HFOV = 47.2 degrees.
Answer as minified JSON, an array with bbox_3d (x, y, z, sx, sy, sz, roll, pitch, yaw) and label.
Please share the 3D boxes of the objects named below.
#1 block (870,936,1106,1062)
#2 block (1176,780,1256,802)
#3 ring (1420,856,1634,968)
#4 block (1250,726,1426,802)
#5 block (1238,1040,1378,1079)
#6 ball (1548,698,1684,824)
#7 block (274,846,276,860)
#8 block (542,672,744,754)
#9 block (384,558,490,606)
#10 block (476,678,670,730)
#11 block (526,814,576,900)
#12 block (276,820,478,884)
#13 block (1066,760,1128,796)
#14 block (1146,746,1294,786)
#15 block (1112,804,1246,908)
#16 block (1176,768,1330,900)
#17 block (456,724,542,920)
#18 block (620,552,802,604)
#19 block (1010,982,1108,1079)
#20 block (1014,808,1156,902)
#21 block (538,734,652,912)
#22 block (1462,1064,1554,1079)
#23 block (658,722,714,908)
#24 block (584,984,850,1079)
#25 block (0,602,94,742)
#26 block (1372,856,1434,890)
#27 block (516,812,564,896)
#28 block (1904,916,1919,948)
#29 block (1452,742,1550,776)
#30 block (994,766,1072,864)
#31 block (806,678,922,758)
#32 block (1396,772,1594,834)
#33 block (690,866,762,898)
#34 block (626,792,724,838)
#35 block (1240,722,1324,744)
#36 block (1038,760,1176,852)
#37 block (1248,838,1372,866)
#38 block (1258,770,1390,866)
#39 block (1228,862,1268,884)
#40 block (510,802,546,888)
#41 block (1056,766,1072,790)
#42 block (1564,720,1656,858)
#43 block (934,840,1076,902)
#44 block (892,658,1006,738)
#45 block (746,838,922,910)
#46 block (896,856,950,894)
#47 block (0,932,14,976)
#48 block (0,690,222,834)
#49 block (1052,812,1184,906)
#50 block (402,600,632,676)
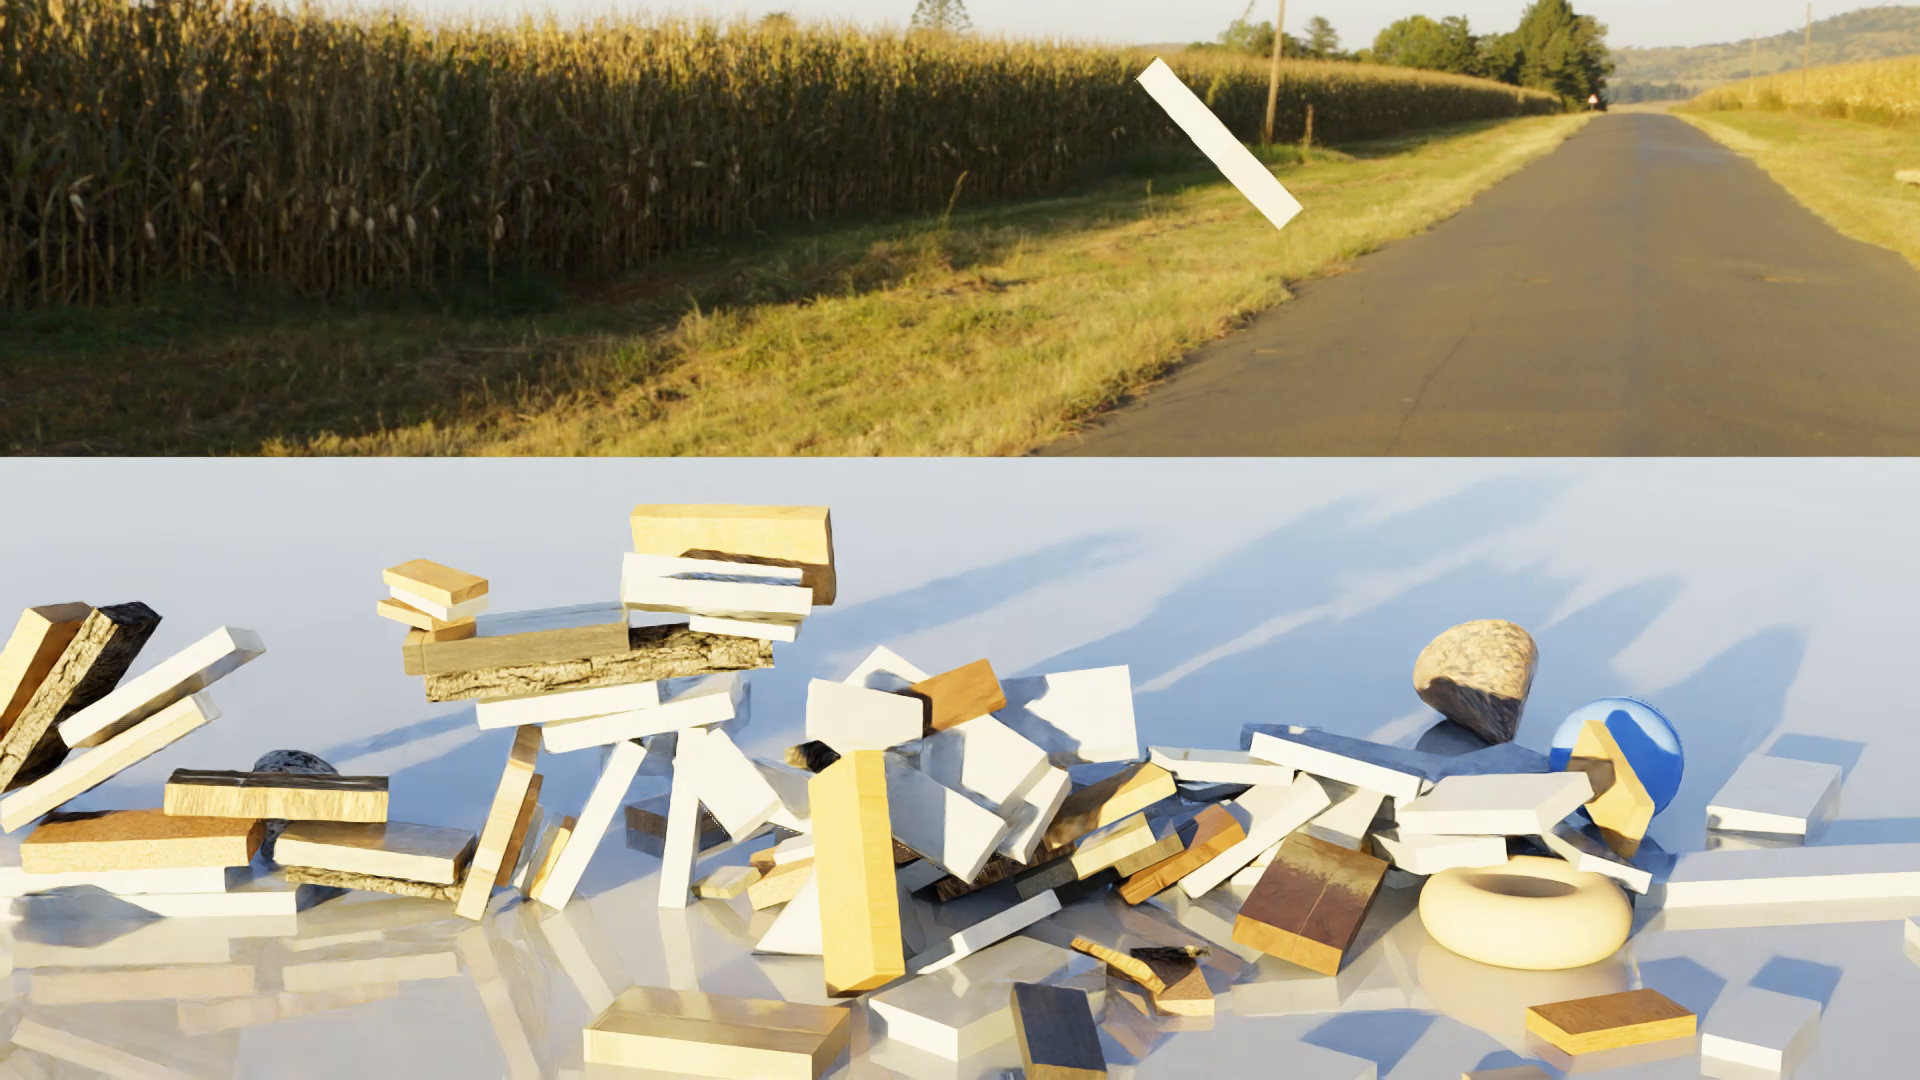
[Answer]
[{"bbox_3d":[0.044,0.657,3.177,0.166,0.047,0.332,9,14,41],"label":"block"},{"bbox_3d":[0.489,0.456,4.100,0.151,0.021,0.076,-10,7,-19],"label":"block"},{"bbox_3d":[0.883,0.579,3.438,0.325,0.108,0.325,-1,9,0],"label":"ring"},{"bbox_3d":[0.643,0.379,3.738,0.282,0.040,0.141,15,3,16],"label":"block"},{"bbox_3d":[0.432,0.722,2.866,0.121,0.034,0.242,8,13,37],"label":"block"},{"bbox_3d":[1.198,0.405,4.017,0.236,0.236,0.236,0,11,0],"label":"ball"},{"bbox_3d":[-1.046,0.518,3.667,0.170,0.024,0.085,7,12,-1],"label":"block"},{"bbox_3d":[-0.515,0.279,3.594,0.307,0.043,0.153,-11,11,2],"label":"block"},{"bbox_3d":[-0.856,0.068,3.592,0.161,0.023,0.081,15,22,33],"label":"block"},{"bbox_3d":[-0.627,0.251,3.578,0.289,0.041,0.144,-7,11,0],"label":"block"},{"bbox_3d":[-0.678,0.526,3.650,0.019,0.131,0.066,27,9,-7],"label":"block"},{"bbox_3d":[-0.957,0.504,3.615,0.289,0.041,0.144,7,12,2],"label":"block"},{"bbox_3d":[0.184,0.429,4.171,0.174,0.049,0.348,-11,19,-20],"label":"block"},{"bbox_3d":[0.437,0.381,3.713,0.223,0.032,0.112,5,5,-17],"label":"block"},{"bbox_3d":[0.357,0.523,3.661,0.223,0.032,0.112,-30,15,-6],"label":"block"},{"bbox_3d":[0.475,0.488,3.704,0.282,0.040,0.141,-35,15,-5],"label":"block"},{"bbox_3d":[-0.744,0.453,3.556,0.041,0.289,0.144,19,17,-11],"label":"block"},{"bbox_3d":[-0.408,0.075,3.588,0.285,0.040,0.143,6,-20,-8],"label":"block"},{"bbox_3d":[0.133,0.674,2.999,0.103,0.029,0.207,9,18,-9],"label":"block"},{"bbox_3d":[0.204,0.518,3.659,0.239,0.034,0.119,-25,11,3],"label":"block"},{"bbox_3d":[-0.600,0.448,3.636,0.043,0.307,0.153,27,8,-8],"label":"block"},{"bbox_3d":[0.730,0.721,2.924,0.108,0.015,0.054,-3,11,-14],"label":"block"},{"bbox_3d":[-0.452,0.437,3.643,0.043,0.307,0.153,8,11,-2],"label":"block"},{"bbox_3d":[-0.334,0.683,3.039,0.328,0.047,0.164,3,11,15],"label":"block"},{"bbox_3d":[-1.524,0.260,3.566,0.047,0.332,0.166,31,5,6],"label":"block"},{"bbox_3d":[0.721,0.550,3.804,0.106,0.030,0.212,-7,12,-31],"label":"block"},{"bbox_3d":[-0.696,0.520,3.648,0.019,0.131,0.066,27,9,-8],"label":"block"},{"bbox_3d":[1.543,0.629,3.376,0.105,0.030,0.210,1,11,3],"label":"block"},{"bbox_3d":[0.960,0.461,4.144,0.339,0.048,0.170,-11,15,-26],"label":"block"},{"bbox_3d":[0.004,0.383,3.461,0.303,0.043,0.152,20,59,23],"label":"block"},{"bbox_3d":[-0.146,0.274,3.378,0.180,0.090,0.026,13,-34,-20],"label":"block"},{"bbox_3d":[0.873,0.432,3.602,0.145,0.041,0.290,-26,9,-36],"label":"block"},{"bbox_3d":[-0.386,0.563,3.621,0.065,0.018,0.130,-33,13,-32],"label":"block"},{"bbox_3d":[-0.464,0.493,4.082,0.144,0.041,0.287,9,14,40],"label":"block"},{"bbox_3d":[0.671,0.407,4.588,0.166,0.024,0.083,2,11,12],"label":"block"},{"bbox_3d":[0.228,0.439,3.641,0.239,0.034,0.119,-23,10,-12],"label":"block"},{"bbox_3d":[0.587,0.523,3.781,0.212,0.030,0.106,-2,11,-9],"label":"block"},{"bbox_3d":[0.628,0.472,3.751,0.141,0.040,0.282,20,41,20],"label":"block"},{"bbox_3d":[0.511,0.548,3.815,0.106,0.030,0.212,0,11,-1],"label":"block"},{"bbox_3d":[-0.709,0.498,3.602,0.019,0.131,0.066,18,-3,-12],"label":"block"},{"bbox_3d":[0.021,0.409,3.646,0.311,0.044,0.155,-14,11,-1],"label":"block"},{"bbox_3d":[1.098,0.420,3.723,0.032,0.113,0.226,3,33,-12],"label":"block"},{"bbox_3d":[0.071,0.529,3.679,0.239,0.034,0.119,-21,11,-1],"label":"block"},{"bbox_3d":[-0.020,0.252,3.460,0.168,0.024,0.084,-20,53,-6],"label":"block"},{"bbox_3d":[-0.197,0.521,3.656,0.310,0.044,0.155,-18,11,2],"label":"block"},{"bbox_3d":[-0.008,0.499,3.660,0.311,0.044,0.155,-28,11,2],"label":"block"},{"bbox_3d":[-1.566,0.619,3.267,0.264,0.037,0.132,-6,32,-40],"label":"block"},{"bbox_3d":[-1.391,0.360,3.600,0.347,0.049,0.174,-30,4,-9],"label":"block"},{"bbox_3d":[0.258,0.530,3.657,0.223,0.032,0.112,-25,11,2],"label":"block"},{"bbox_3d":[-0.712,0.157,3.561,0.351,0.050,0.176,-6,11,-7],"label":"block"}]
